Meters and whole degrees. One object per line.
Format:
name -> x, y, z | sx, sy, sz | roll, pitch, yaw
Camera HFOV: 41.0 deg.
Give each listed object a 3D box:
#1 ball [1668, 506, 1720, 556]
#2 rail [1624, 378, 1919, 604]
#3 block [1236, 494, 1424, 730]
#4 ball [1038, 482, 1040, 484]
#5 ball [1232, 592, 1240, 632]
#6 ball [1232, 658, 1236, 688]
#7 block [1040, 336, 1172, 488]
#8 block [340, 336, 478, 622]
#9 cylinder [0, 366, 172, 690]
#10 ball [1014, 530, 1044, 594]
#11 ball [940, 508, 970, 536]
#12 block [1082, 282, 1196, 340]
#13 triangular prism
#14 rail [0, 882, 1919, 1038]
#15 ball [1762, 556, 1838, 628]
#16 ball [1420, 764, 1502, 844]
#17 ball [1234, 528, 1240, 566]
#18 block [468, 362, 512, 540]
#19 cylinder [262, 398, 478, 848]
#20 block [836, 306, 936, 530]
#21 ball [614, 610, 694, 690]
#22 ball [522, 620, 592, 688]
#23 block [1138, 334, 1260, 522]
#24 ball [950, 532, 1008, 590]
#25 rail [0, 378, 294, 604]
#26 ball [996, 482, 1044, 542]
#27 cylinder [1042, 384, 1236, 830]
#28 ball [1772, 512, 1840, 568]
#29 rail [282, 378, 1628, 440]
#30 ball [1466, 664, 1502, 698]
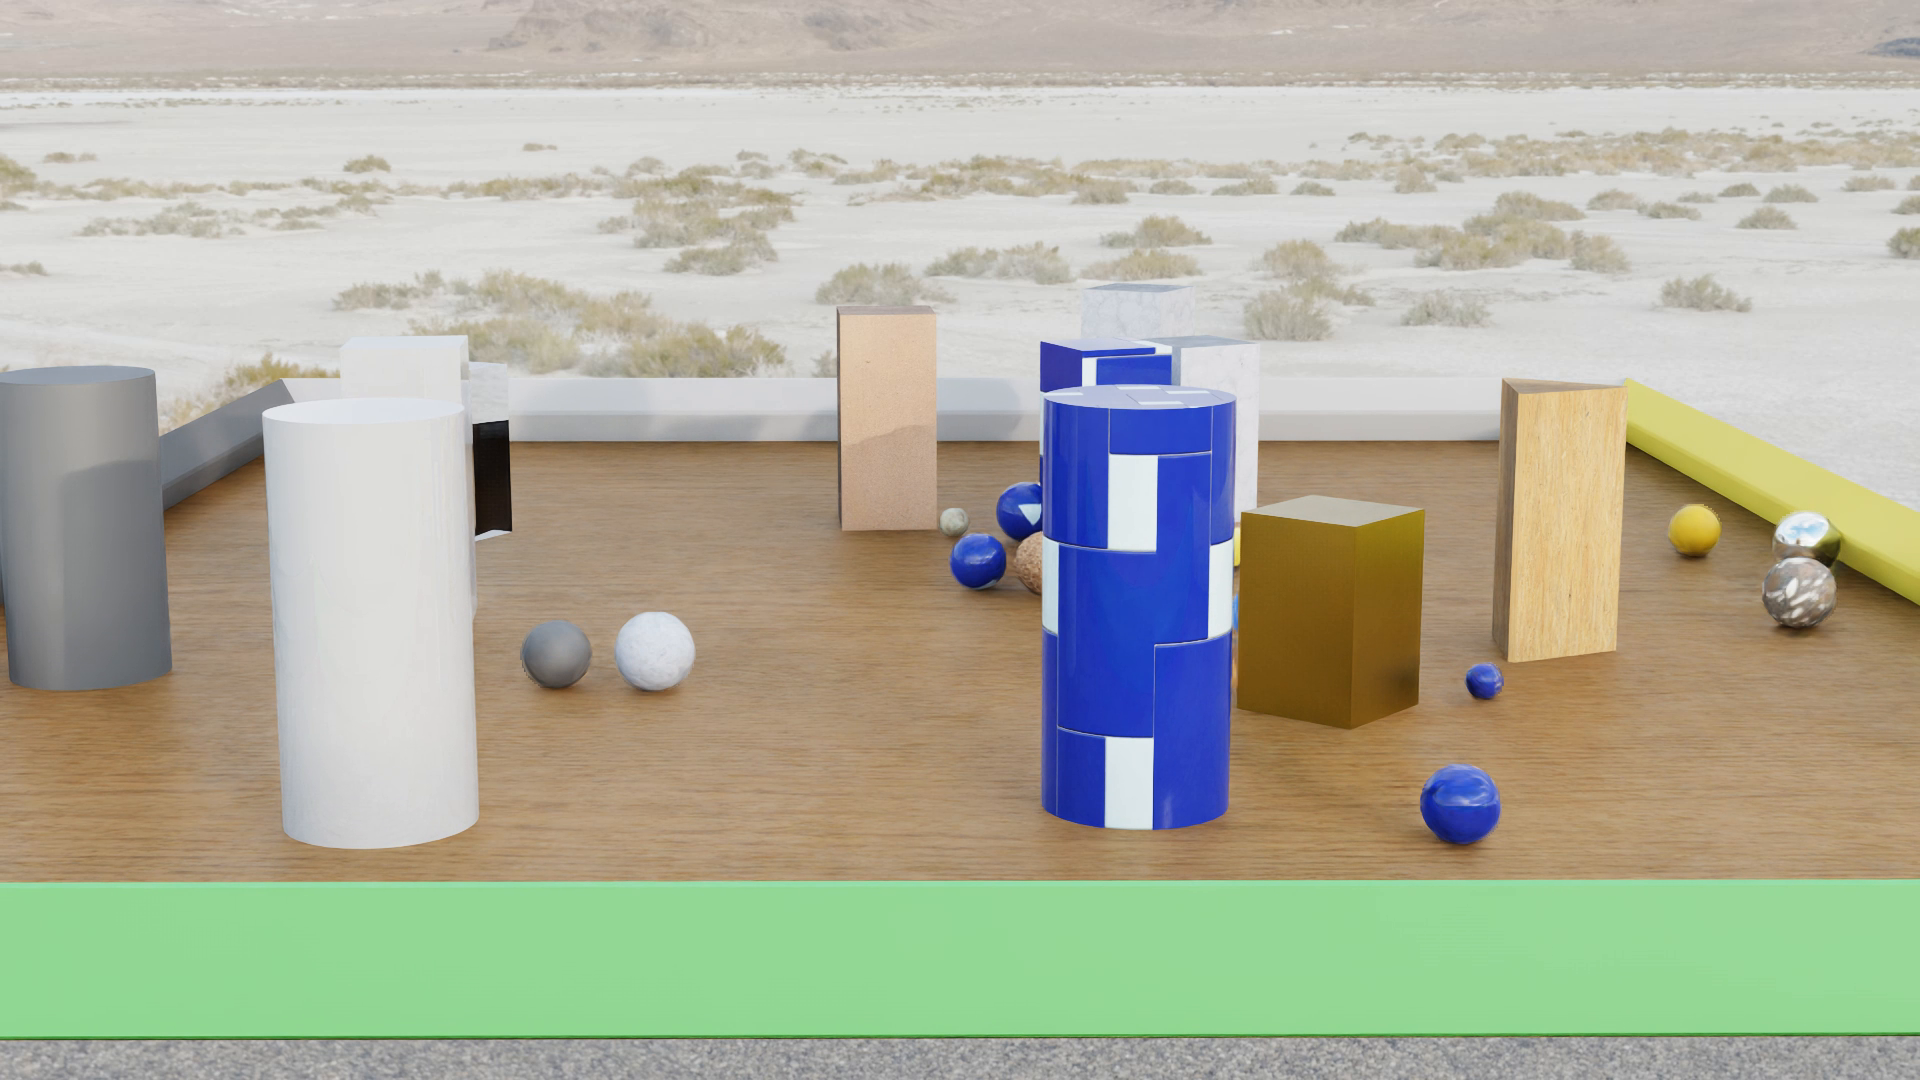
ball -> 1.094, -0.014, 3.822 | 0.075, 0.075, 0.075 | 0, 11, 0
rail -> 1.280, 0.030, 3.457 | 0.045, 0.121, 3.101 | 0, 11, 0
block -> 0.421, 0.078, 2.912 | 0.149, 0.228, 0.149 | 9, 14, 39
ball -> 0.131, -0.057, 4.066 | 0.070, 0.070, 0.070 | 0, 11, 0
ball -> 0.381, 0.093, 3.246 | 0.077, 0.077, 0.077 | 0, 11, 0
ball -> 0.276, 0.151, 2.927 | 0.079, 0.079, 0.079 | 0, 11, 0
block -> 0.222, -0.151, 3.936 | 0.149, 0.302, 0.149 | -5, 11, -23
block -> -0.717, -0.075, 3.349 | 0.149, 0.368, 0.149 | -1, 11, -7
cylinder -> -1.049, -0.018, 3.065 | 0.187, 0.361, 0.187 | 0, 11, 0
ball -> 0.120, 0.031, 3.541 | 0.089, 0.089, 0.089 | 0, 11, 0
ball -> -0.008, -0.028, 3.978 | 0.046, 0.046, 0.046 | 0, 11, 0
block -> 0.310, -0.270, 4.474 | 0.149, 0.339, 0.149 | 6, 12, 27
triangular prism -> 0.719, -0.031, 3.215 | 0.162, 0.332, 0.140 | -5, 12, -25
rail -> 0.009, 0.312, 1.949 | 2.607, 0.121, 0.045 | 0, 11, 0
ball -> 1.091, 0.068, 3.334 | 0.093, 0.093, 0.093 | 0, 11, 0
ball -> 0.472, 0.248, 2.417 | 0.075, 0.075, 0.075 | 0, 11, 0
ball -> 0.396, 0.010, 3.744 | 0.057, 0.057, 0.057 | 0, 11, 0
block -> -0.803, -0.137, 3.966 | 0.149, 0.264, 0.149 | 6, 12, 28
cylinder -> -0.562, 0.075, 2.458 | 0.187, 0.401, 0.187 | 0, 11, 0
block -> -0.117, -0.196, 4.079 | 0.149, 0.339, 0.149 | -1, 11, -5
ball -> -0.358, 0.130, 3.004 | 0.093, 0.093, 0.093 | 0, 11, 0
ball -> -0.474, 0.134, 3.019 | 0.080, 0.080, 0.080 | 0, 11, 0
block -> 0.375, -0.177, 4.125 | 0.149, 0.285, 0.149 | -6, 12, -28
ball -> 0.026, 0.029, 3.580 | 0.079, 0.079, 0.079 | 0, 11, 0
rail -> -1.280, 0.033, 3.442 | 0.045, 0.121, 3.101 | 0, 11, 0
ball -> 0.101, -0.043, 3.931 | 0.092, 0.092, 0.092 | 0, 11, 0
cylinder -> 0.174, 0.061, 2.516 | 0.187, 0.407, 0.187 | 0, 11, 0
ball -> 1.211, 0.005, 3.672 | 0.092, 0.092, 0.092 | 0, 11, 0
rail -> -0.009, -0.249, 4.950 | 2.607, 0.121, 0.045 | 0, 11, 0
ball -> 0.605, 0.163, 2.967 | 0.041, 0.041, 0.041 | 0, 11, 0
